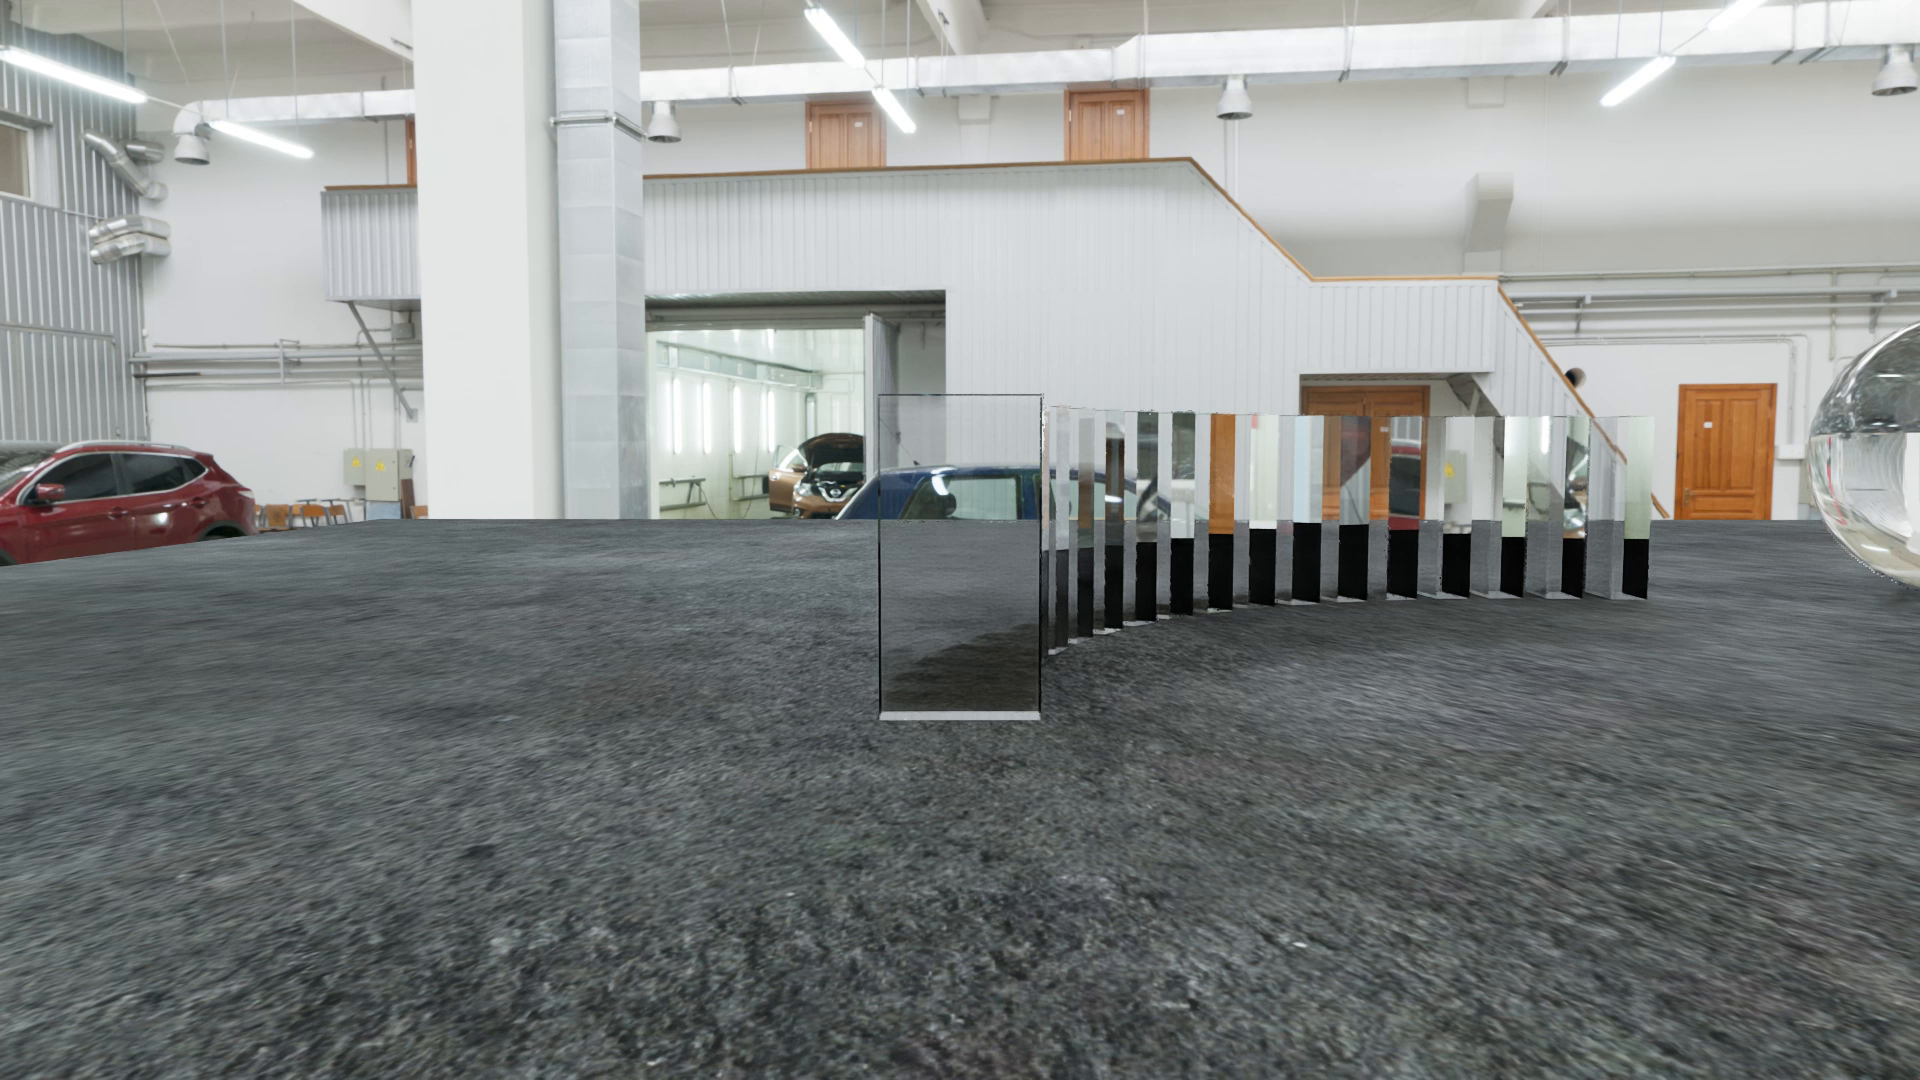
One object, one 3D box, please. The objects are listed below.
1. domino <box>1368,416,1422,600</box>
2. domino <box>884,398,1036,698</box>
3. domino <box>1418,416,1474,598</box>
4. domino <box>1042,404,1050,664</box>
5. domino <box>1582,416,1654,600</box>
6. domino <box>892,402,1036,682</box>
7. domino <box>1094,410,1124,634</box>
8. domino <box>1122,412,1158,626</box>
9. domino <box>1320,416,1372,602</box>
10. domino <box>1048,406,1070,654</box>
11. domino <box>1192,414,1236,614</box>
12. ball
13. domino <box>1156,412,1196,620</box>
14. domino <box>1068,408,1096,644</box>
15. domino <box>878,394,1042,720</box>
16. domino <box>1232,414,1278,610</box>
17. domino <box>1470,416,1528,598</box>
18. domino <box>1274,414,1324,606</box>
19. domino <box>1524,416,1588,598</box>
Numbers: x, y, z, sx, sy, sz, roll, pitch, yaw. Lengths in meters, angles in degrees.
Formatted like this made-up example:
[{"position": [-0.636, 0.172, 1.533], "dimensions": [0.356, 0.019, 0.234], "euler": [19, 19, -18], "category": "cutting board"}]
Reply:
[{"position": [0.118, -0.010, 0.361], "dimensions": [0.010, 0.050, 0.025], "euler": [-1, 4, -13], "category": "domino"}, {"position": [0.000, 0.001, 0.217], "dimensions": [0.025, 0.050, 0.009], "euler": [0, 4, 1], "category": "domino"}, {"position": [0.134, -0.010, 0.364], "dimensions": [0.010, 0.050, 0.025], "euler": [-1, 4, -7], "category": "domino"}, {"position": [0.004, -0.001, 0.250], "dimensions": [0.025, 0.050, 0.009], "euler": [1, 4, 15], "category": "domino"}, {"position": [0.184, -0.010, 0.362], "dimensions": [0.010, 0.050, 0.025], "euler": [0, 4, 5], "category": "domino"}, {"position": [0.001, 0.000, 0.234], "dimensions": [0.025, 0.050, 0.010], "euler": [1, 4, 7], "category": "domino"}, {"position": [0.024, -0.005, 0.296], "dimensions": [0.025, 0.050, 0.009], "euler": [3, 5, 33], "category": "domino"}, {"position": [0.034, -0.006, 0.309], "dimensions": [0.025, 0.050, 0.009], "euler": [4, 6, 39], "category": "domino"}, {"position": [0.102, -0.009, 0.356], "dimensions": [0.010, 0.050, 0.025], "euler": [-2, 5, -19], "category": "domino"}, {"position": [0.009, -0.002, 0.266], "dimensions": [0.025, 0.050, 0.009], "euler": [2, 5, 21], "category": "domino"}, {"position": [0.058, -0.007, 0.332], "dimensions": [0.009, 0.050, 0.025], "euler": [-3, 5, -38], "category": "domino"}, {"position": [0.280, -0.024, 0.352], "dimensions": [0.080, 0.080, 0.080], "euler": [0, 4, 0], "category": "ball"}, {"position": [0.046, -0.007, 0.321], "dimensions": [0.009, 0.050, 0.025], "euler": [-4, 6, -44], "category": "domino"}, {"position": [0.016, -0.004, 0.281], "dimensions": [0.025, 0.050, 0.009], "euler": [2, 5, 27], "category": "domino"}, {"position": [0.000, 0.002, 0.201], "dimensions": [0.025, 0.050, 0.010], "euler": [0, 4, 0], "category": "domino"}, {"position": [0.072, -0.008, 0.342], "dimensions": [0.010, 0.050, 0.025], "euler": [-3, 5, -32], "category": "domino"}, {"position": [0.151, -0.010, 0.365], "dimensions": [0.010, 0.050, 0.025], "euler": [0, 4, 2], "category": "domino"}, {"position": [0.086, -0.009, 0.350], "dimensions": [0.010, 0.050, 0.025], "euler": [-2, 5, -26], "category": "domino"}, {"position": [0.168, -0.010, 0.363], "dimensions": [0.009, 0.050, 0.025], "euler": [0, 4, 6], "category": "domino"}]
